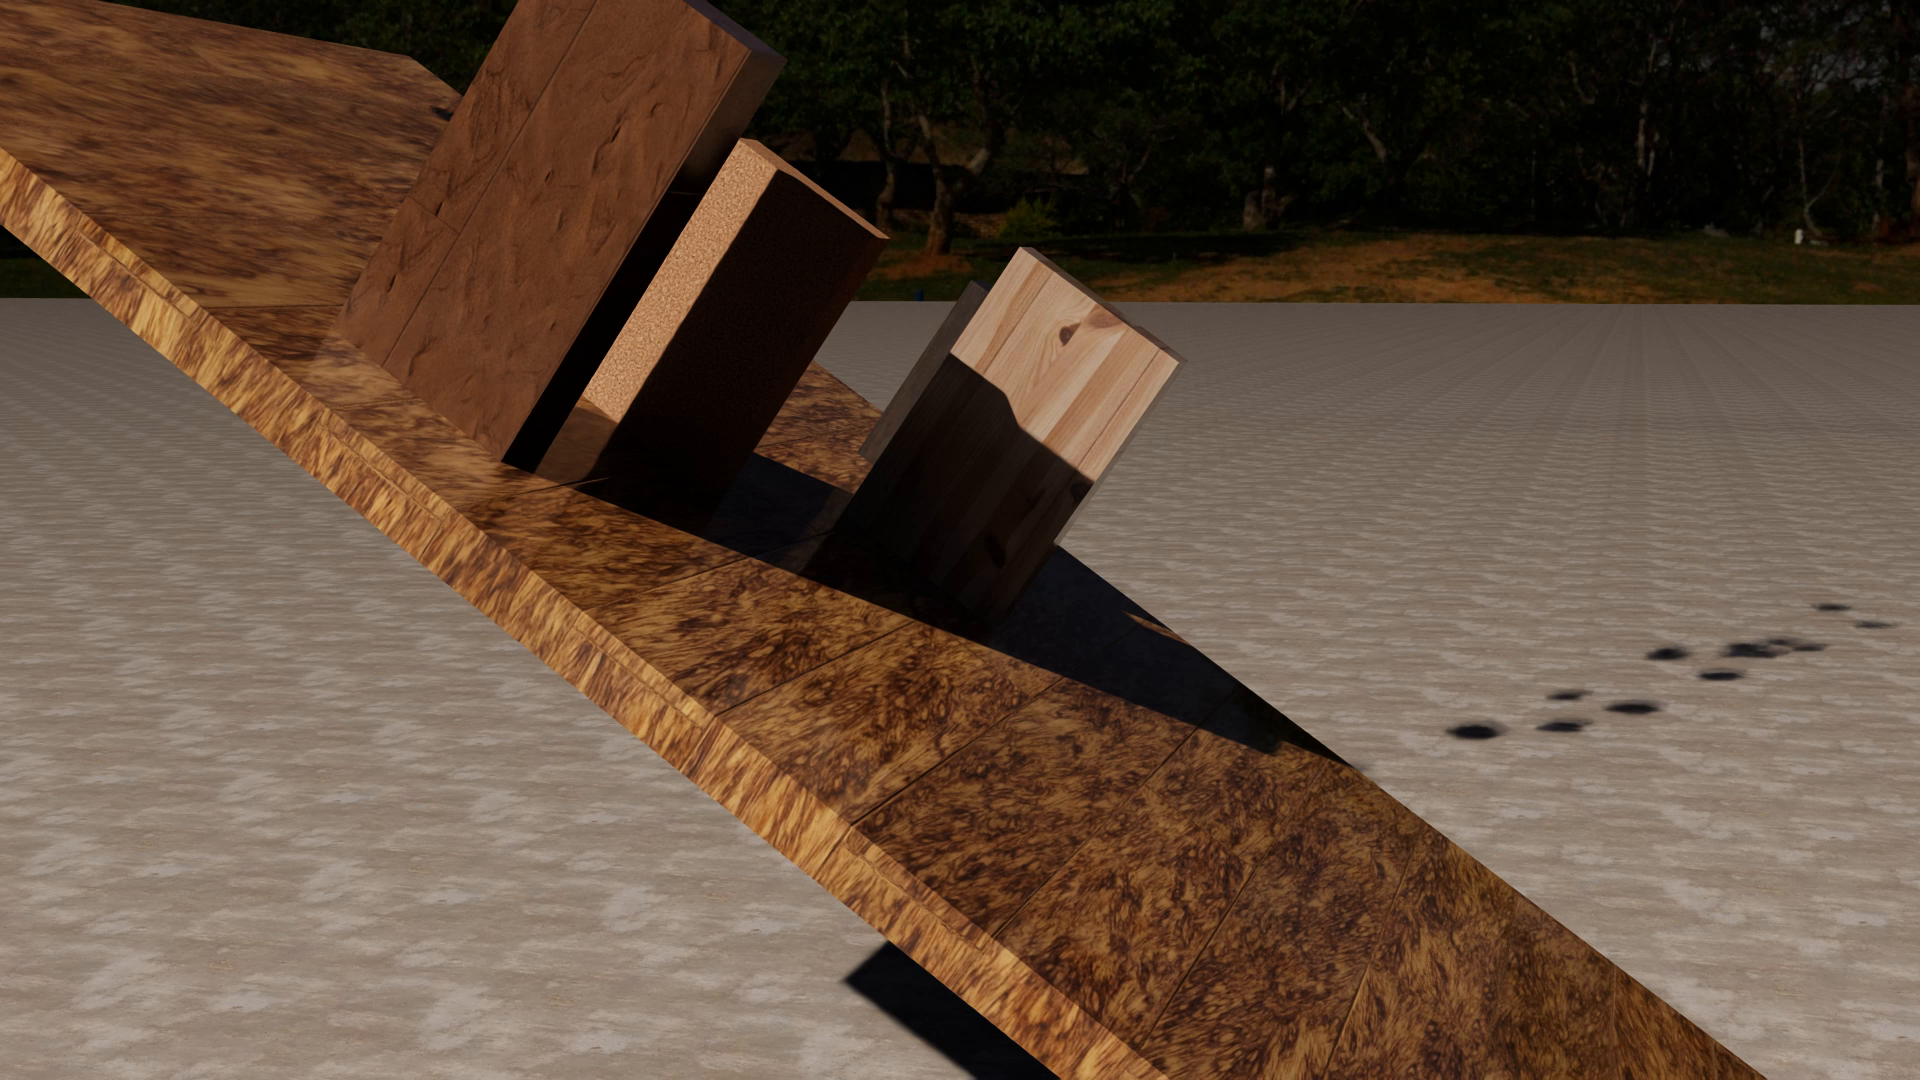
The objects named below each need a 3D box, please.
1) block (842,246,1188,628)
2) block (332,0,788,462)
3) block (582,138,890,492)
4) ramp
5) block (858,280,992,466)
[{"bbox_3d":[0.100,-0.195,4.205,0.372,0.623,0.089,37,16,10],"label":"block"},{"bbox_3d":[-0.638,-0.542,3.466,0.364,0.759,0.146,37,16,10],"label":"block"},{"bbox_3d":[-0.406,-0.399,3.919,0.306,0.545,0.100,37,16,10],"label":"block"},{"bbox_3d":[-0.094,0.167,4.084,4.000,0.100,2.000,37,16,10],"label":"ramp"},{"bbox_3d":[0.062,-0.258,4.649,0.372,0.447,0.096,37,16,10],"label":"block"}]
